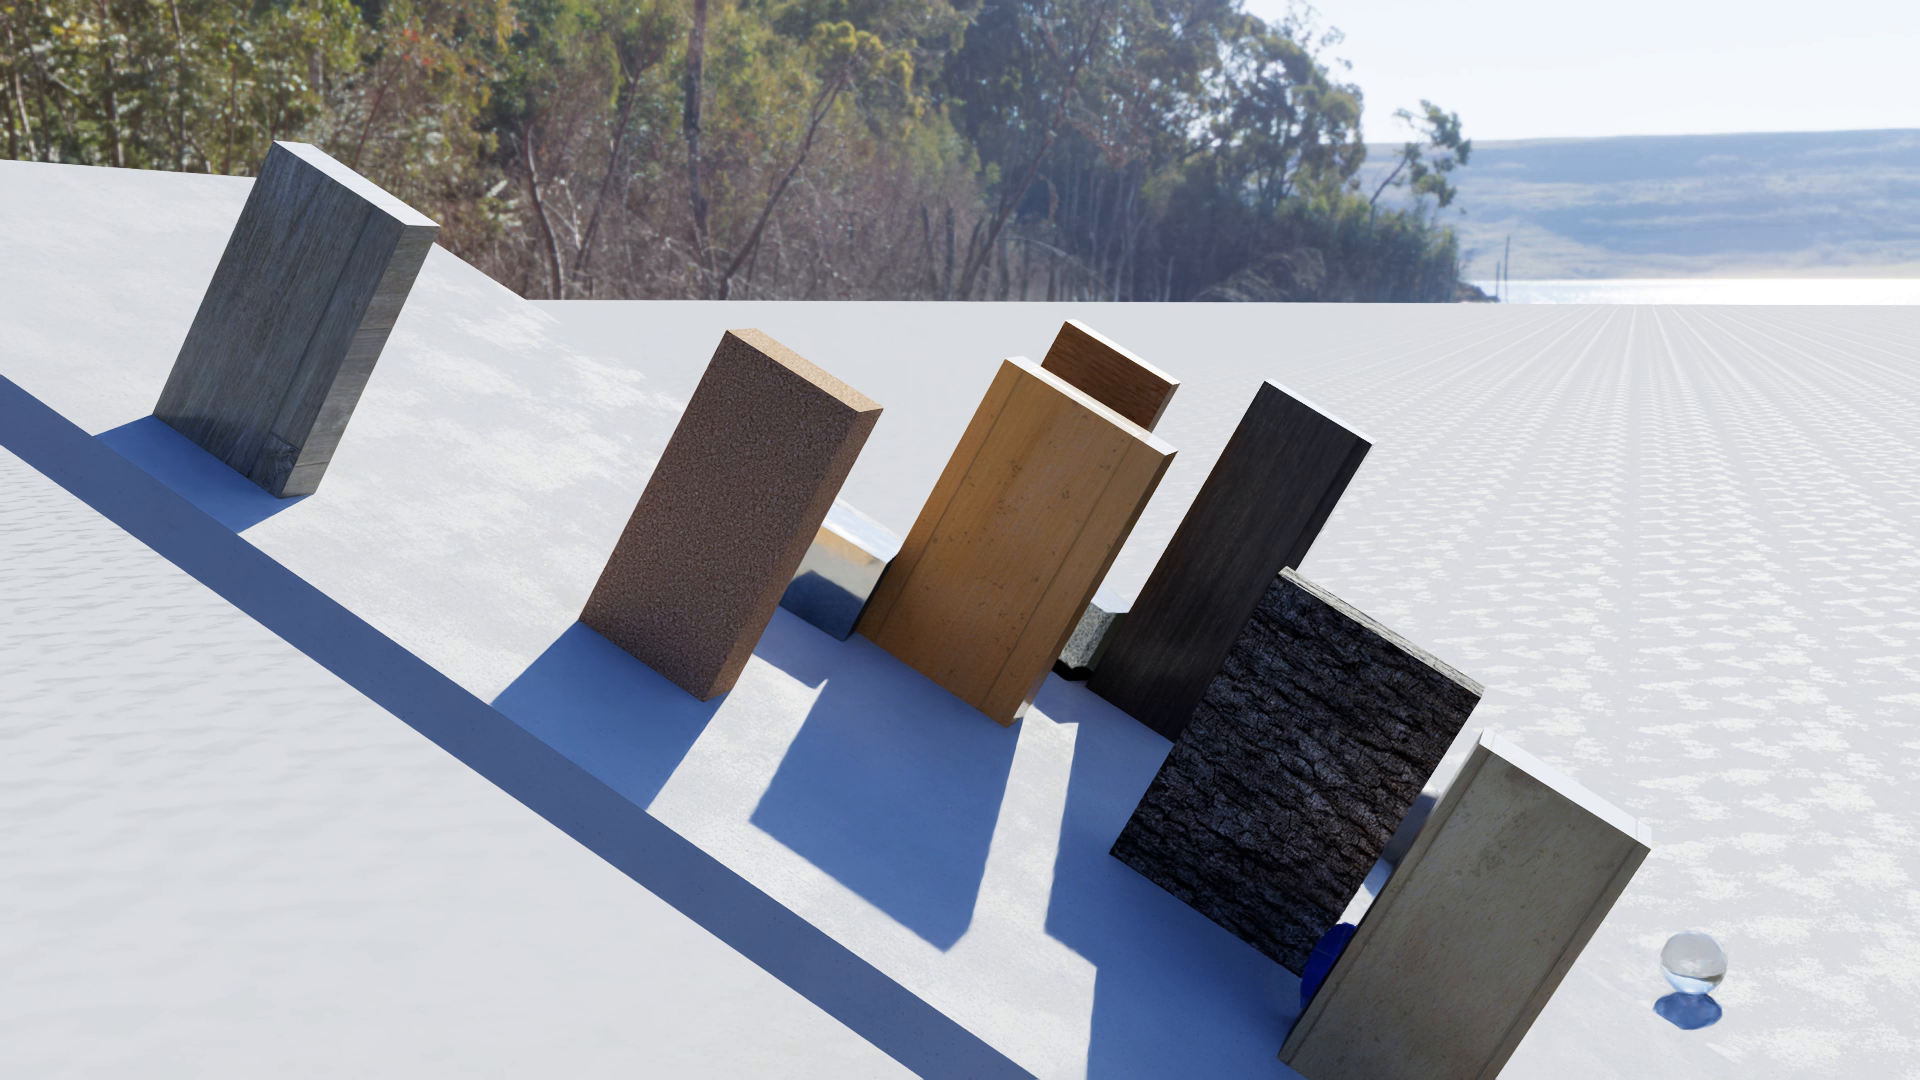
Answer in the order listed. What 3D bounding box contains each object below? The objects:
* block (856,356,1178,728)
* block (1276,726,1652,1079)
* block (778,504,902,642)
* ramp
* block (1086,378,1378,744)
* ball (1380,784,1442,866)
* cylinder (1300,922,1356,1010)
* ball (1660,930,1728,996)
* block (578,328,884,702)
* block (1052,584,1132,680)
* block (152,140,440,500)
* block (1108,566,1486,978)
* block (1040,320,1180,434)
[{"bbox_3d":[0.108,0.003,4.305,0.361,0.623,0.126,32,15,11],"label":"block"},{"bbox_3d":[0.790,0.638,3.466,0.295,0.610,0.131,32,15,11],"label":"block"},{"bbox_3d":[-0.246,0.059,4.327,0.183,0.183,0.183,30,14,3],"label":"block"},{"bbox_3d":[-0.191,0.315,4.131,4.000,0.100,2.000,32,15,11],"label":"ramp"},{"bbox_3d":[0.576,0.056,4.715,0.261,0.774,0.091,32,15,11],"label":"block"},{"bbox_3d":[0.978,0.616,4.743,0.191,0.191,0.191,0,7,0],"label":"ball"},{"bbox_3d":[0.703,0.766,3.733,0.179,0.179,0.179,25,0,-17],"label":"cylinder"},{"bbox_3d":[1.886,1.087,5.655,0.166,0.166,0.166,0,7,0],"label":"ball"},{"bbox_3d":[-0.383,-0.042,3.654,0.260,0.559,0.125,32,15,11],"label":"block"},{"bbox_3d":[0.253,0.186,4.856,0.178,0.178,0.178,36,16,26],"label":"block"},{"bbox_3d":[-1.067,-0.351,3.526,0.267,0.498,0.102,32,15,11],"label":"block"},{"bbox_3d":[0.591,0.410,3.889,0.402,0.598,0.101,32,15,11],"label":"block"},{"bbox_3d":[0.165,-0.084,4.546,0.255,0.705,0.084,32,15,11],"label":"block"}]
